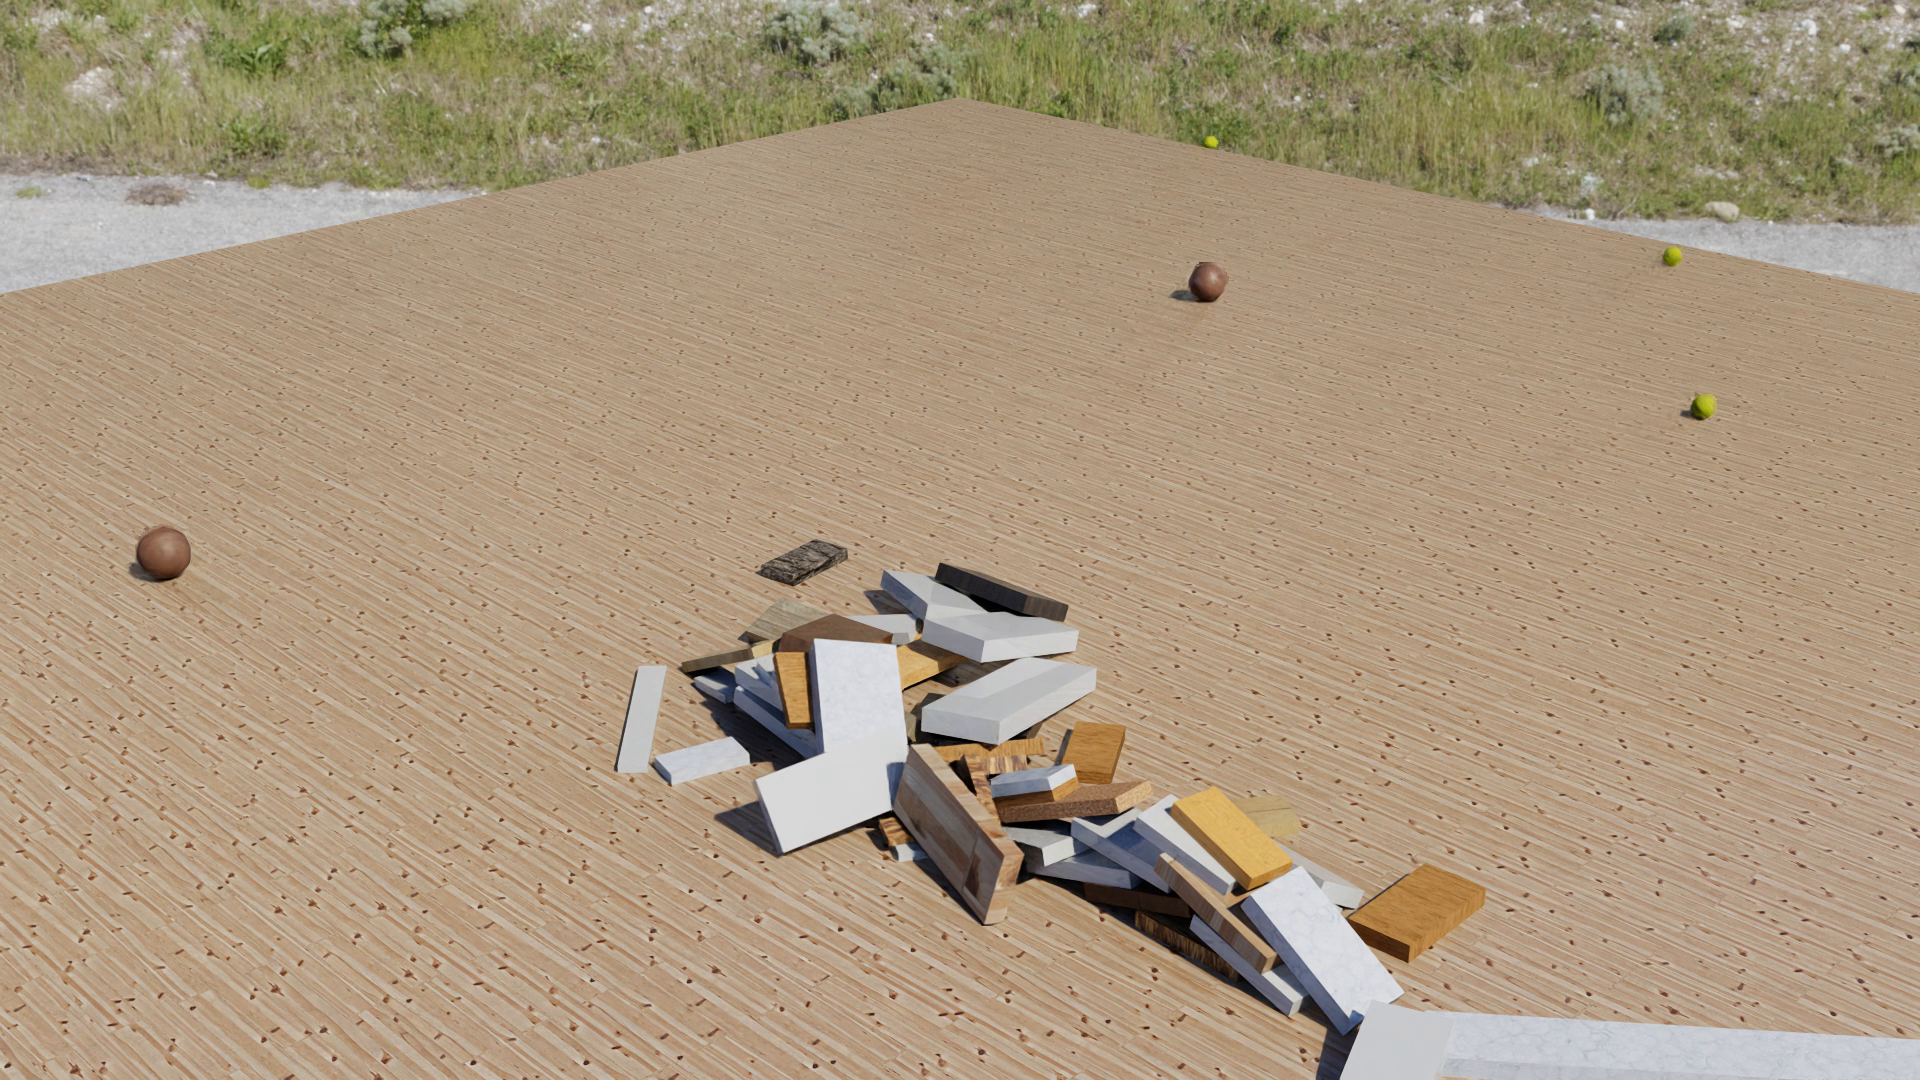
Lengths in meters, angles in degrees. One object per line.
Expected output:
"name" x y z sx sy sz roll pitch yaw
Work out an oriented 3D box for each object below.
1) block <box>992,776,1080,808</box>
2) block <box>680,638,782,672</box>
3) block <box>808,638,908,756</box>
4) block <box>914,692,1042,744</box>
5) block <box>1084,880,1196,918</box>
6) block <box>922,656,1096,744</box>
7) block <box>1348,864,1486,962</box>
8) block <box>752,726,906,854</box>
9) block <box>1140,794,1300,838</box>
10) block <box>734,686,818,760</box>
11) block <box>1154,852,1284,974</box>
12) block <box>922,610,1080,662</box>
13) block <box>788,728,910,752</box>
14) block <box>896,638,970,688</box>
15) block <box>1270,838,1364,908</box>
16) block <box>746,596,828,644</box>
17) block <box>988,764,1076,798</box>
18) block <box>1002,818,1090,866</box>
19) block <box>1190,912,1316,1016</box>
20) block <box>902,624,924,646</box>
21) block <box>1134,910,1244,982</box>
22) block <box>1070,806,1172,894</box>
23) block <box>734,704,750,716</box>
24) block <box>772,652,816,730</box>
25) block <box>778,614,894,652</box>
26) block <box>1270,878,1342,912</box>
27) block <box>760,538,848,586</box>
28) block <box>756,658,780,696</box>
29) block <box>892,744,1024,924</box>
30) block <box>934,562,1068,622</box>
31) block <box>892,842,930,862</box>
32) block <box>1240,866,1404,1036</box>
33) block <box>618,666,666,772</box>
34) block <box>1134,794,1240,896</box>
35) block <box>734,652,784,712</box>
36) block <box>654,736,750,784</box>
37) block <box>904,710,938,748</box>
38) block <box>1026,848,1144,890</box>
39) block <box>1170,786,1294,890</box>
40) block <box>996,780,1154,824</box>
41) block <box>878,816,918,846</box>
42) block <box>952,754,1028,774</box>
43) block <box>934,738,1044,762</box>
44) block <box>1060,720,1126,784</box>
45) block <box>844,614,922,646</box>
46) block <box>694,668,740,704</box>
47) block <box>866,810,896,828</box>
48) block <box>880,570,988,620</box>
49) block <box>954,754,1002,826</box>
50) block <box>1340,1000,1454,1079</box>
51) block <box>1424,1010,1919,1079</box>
"block" 0.136 0.494 4.296 0.178 0.025 0.089 -13 5 38
"block" -0.510 0.259 4.940 0.088 0.025 0.320 -18 3 -37
"block" -0.206 0.368 4.522 0.177 0.050 0.355 5 50 -17
"block" 0.036 0.395 4.783 0.264 0.037 0.132 7 24 16
"block" 0.366 0.648 4.105 0.247 0.035 0.124 1 17 44
"block" 0.113 0.342 4.750 0.177 0.050 0.518 8 13 25
"block" 0.849 0.690 4.086 0.132 0.037 0.265 20 30 39
"block" -0.243 0.494 4.351 0.304 0.152 0.043 -19 -6 -21
"block" 0.509 0.564 4.393 0.317 0.030 0.107 -5 23 -11
"block" -0.341 0.381 4.733 0.281 0.040 0.140 33 38 32
"block" 0.496 0.647 3.941 0.141 0.040 0.283 -16 45 -38
"block" 0.095 0.219 5.058 0.177 0.050 0.355 18 13 37
"block" -0.213 0.430 4.617 0.281 0.040 0.140 33 38 31
"block" -0.097 0.275 5.004 0.218 0.031 0.109 -22 34 -33
"block" 0.625 0.618 4.177 0.132 0.037 0.265 20 4 -44
"block" -0.361 0.220 5.139 0.264 0.037 0.132 18 49 36
"block" 0.128 0.471 4.284 0.178 0.025 0.089 -13 5 38
"block" 0.137 0.576 4.271 0.126 0.036 0.253 -16 12 -33
"block" 0.540 0.732 3.909 0.124 0.035 0.248 -18 44 -37
"block" -0.059 0.242 5.151 0.109 0.031 0.218 8 24 19
"block" 0.454 0.719 4.022 0.124 0.035 0.247 -20 30 -39
"block" 0.342 0.570 4.117 0.126 0.036 0.253 -17 31 -39
"block" -0.420 0.373 4.855 0.154 0.022 0.077 21 31 40
"block" -0.330 0.312 4.571 0.088 0.025 0.175 1 52 -22
"block" -0.274 0.228 4.907 0.153 0.043 0.306 18 11 15
"block" 0.552 0.635 4.119 0.152 0.043 0.304 21 4 -44
"block" -0.395 0.057 5.589 0.107 0.030 0.214 16 28 33
"block" -0.359 0.294 4.674 0.088 0.025 0.175 -11 26 -24
"block" -0.008 0.555 4.191 0.043 0.152 0.383 0 27 -32
"block" 0.100 0.126 5.312 0.306 0.043 0.153 20 4 44
"block" -0.064 0.600 4.323 0.130 0.018 0.065 -6 24 -13
"block" 0.632 0.715 3.841 0.141 0.040 0.283 -20 62 -39
"block" -0.694 0.388 4.824 0.063 0.018 0.470 -1 23 -2
"block" 0.431 0.552 3.990 0.213 0.030 0.107 35 39 27
"block" -0.344 0.315 4.707 0.140 0.040 0.281 -18 29 -36
"block" -0.544 0.464 4.634 0.178 0.025 0.089 -13 26 -28
"block" -0.197 0.361 4.744 0.037 0.132 0.387 -49 42 -15
"block" 0.262 0.609 4.196 0.253 0.036 0.126 2 17 42
"block" 0.490 0.538 3.979 0.107 0.030 0.213 -15 44 -37
"block" 0.201 0.508 4.248 0.356 0.030 0.107 -12 5 44
"block" -0.088 0.567 4.340 0.130 0.018 0.065 -9 32 -17
"block" 0.058 0.462 4.485 0.115 0.033 0.239 -4 -6 -9
"block" 0.056 0.439 4.572 0.230 0.033 0.115 -5 -6 -4
"block" 0.282 0.451 4.659 0.107 0.030 0.214 5 23 11
"block" -0.208 0.213 5.177 0.218 0.031 0.109 -3 21 17
"block" -0.527 0.327 4.929 0.077 0.022 0.154 -16 19 -29
"block" -0.117 0.553 4.397 0.128 0.018 0.064 11 41 12
"block" -0.066 0.141 5.275 0.153 0.043 0.306 8 11 -24
"block" 0.027 0.537 4.244 0.033 0.115 0.230 8 40 -26
"block" 0.702 0.876 3.586 0.141 0.040 0.289 10 34 23
"block" 1.257 0.867 3.669 0.941 0.037 0.132 2 23 5
